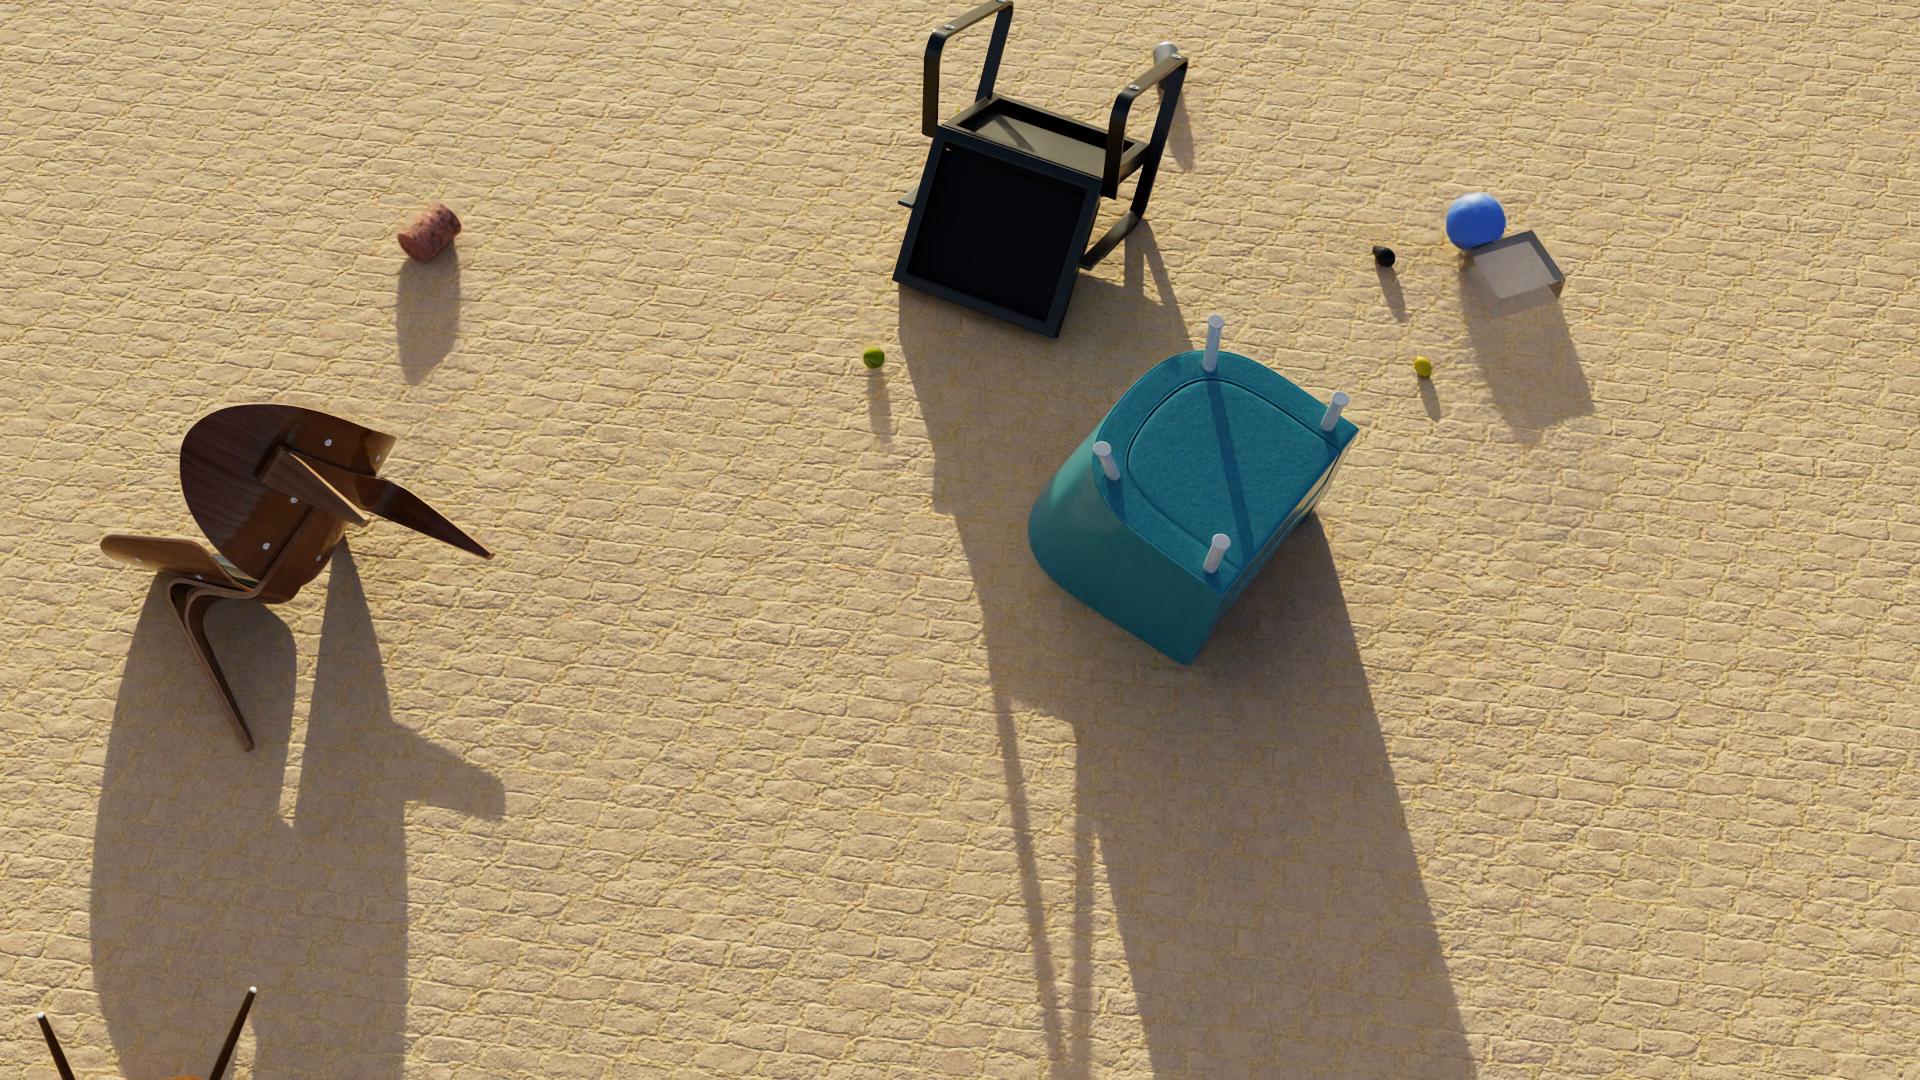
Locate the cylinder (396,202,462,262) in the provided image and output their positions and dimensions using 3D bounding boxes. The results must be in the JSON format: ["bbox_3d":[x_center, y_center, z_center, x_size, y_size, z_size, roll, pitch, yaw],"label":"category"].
[{"bbox_3d":[-1.732,-1.004,7.175,0.131,0.120,0.164,23,58,29],"label":"cylinder"}]

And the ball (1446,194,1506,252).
[{"bbox_3d":[1.677,-1.031,7.150,0.192,0.192,0.192,0,56,0],"label":"ball"}]

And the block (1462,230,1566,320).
[{"bbox_3d":[1.781,-0.855,7.084,0.236,0.105,0.224,-17,58,-11],"label":"block"}]
